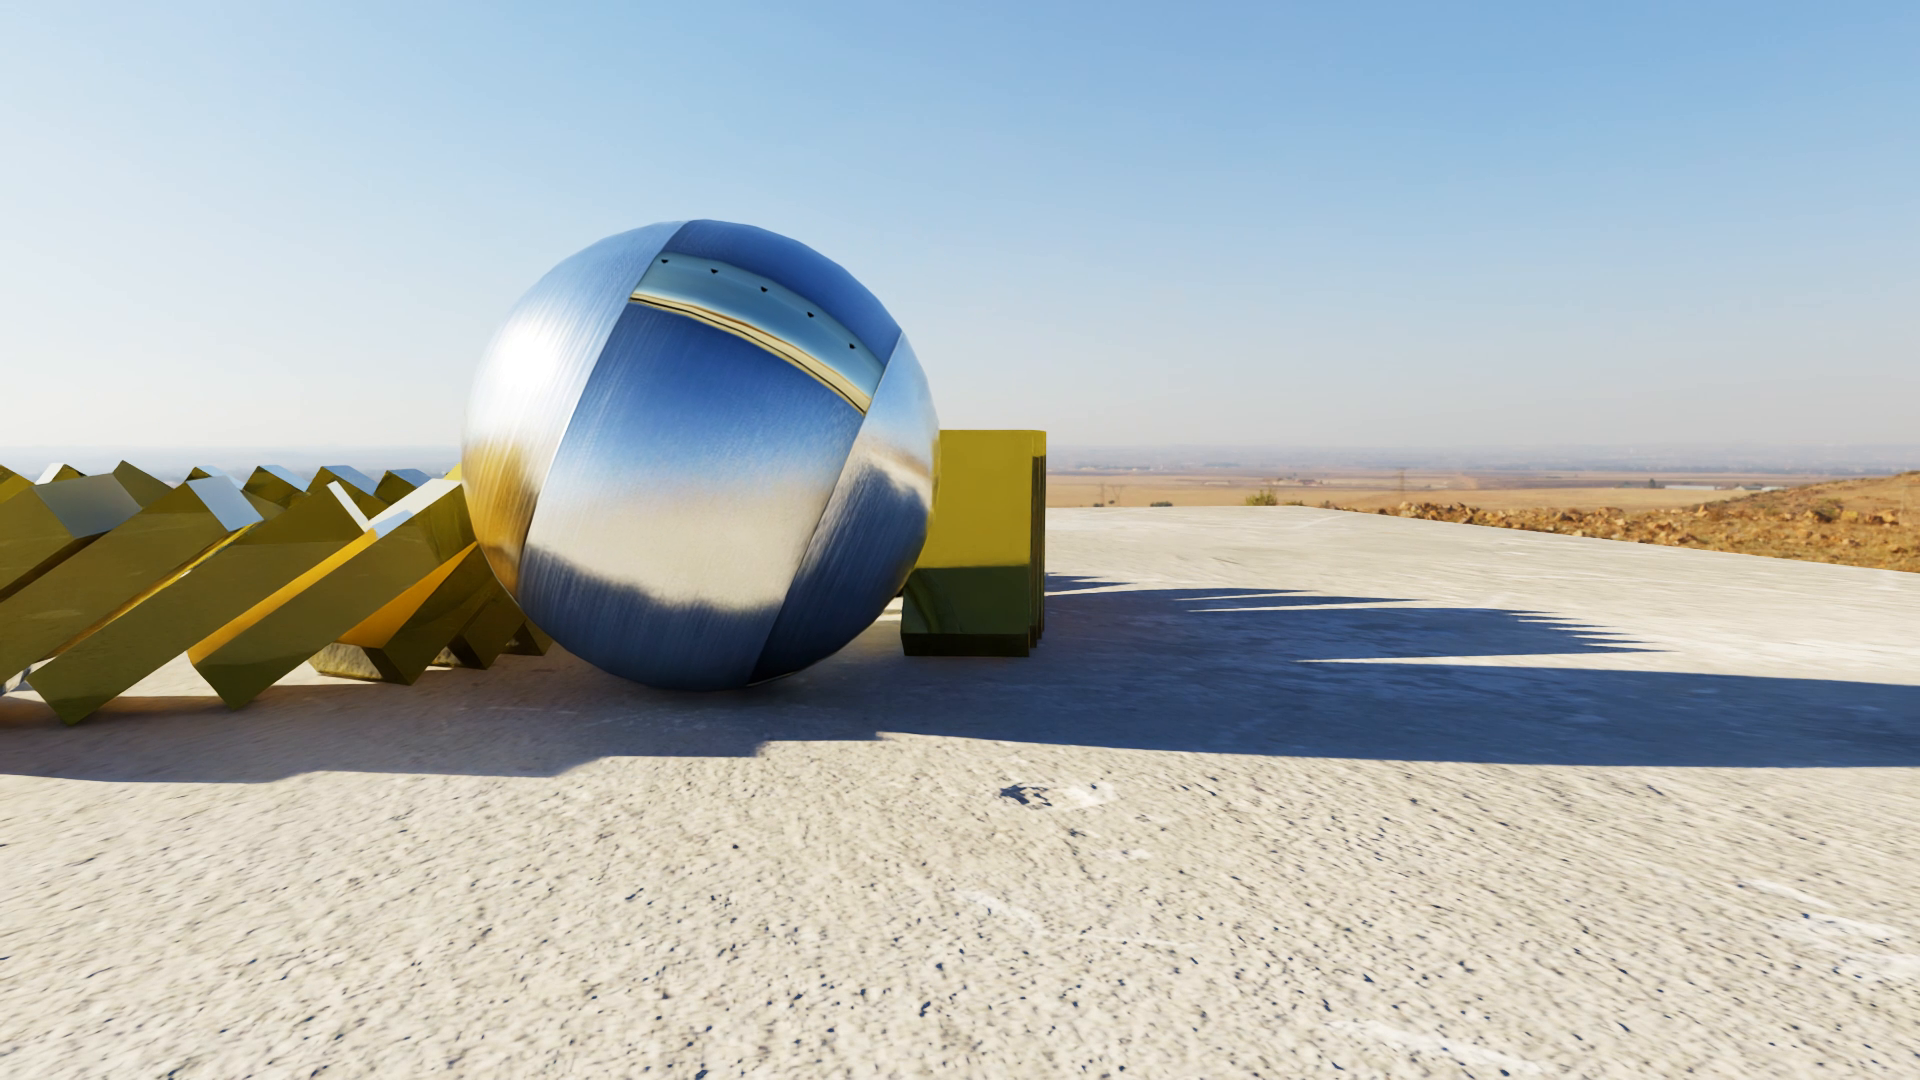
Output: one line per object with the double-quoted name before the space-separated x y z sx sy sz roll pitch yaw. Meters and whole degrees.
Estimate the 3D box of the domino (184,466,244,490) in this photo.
"domino" -0.226 -0.007 0.420 0.050 0.010 0.025 34 -7 -19

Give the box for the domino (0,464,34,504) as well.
"domino" -0.265 -0.004 0.379 0.025 0.010 0.050 2 -31 40

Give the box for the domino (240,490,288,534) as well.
"domino" -0.168 0.001 0.335 0.050 0.009 0.025 22 -11 -1

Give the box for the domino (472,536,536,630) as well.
"domino" -0.105 0.002 0.315 0.025 0.009 0.050 -1 35 -19

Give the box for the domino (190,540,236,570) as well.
"domino" -0.187 0.004 0.323 0.050 0.009 0.025 18 -10 -18

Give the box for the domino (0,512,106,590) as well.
"domino" -0.275 -0.002 0.365 0.025 0.010 0.050 3 -27 39

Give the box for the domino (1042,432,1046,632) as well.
"domino" 0.008 -0.003 0.302 0.025 0.050 0.009 0 -33 4

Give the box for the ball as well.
"ball" -0.043 -0.014 0.221 0.080 0.080 0.080 0 4 0

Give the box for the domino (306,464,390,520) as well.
"domino" -0.191 -0.008 0.434 0.050 0.010 0.025 33 0 -8

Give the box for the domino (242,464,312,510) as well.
"domino" -0.210 -0.007 0.428 0.050 0.010 0.025 33 -5 -14

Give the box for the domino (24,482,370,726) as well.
"domino" -0.122 0.009 0.210 0.050 0.010 0.025 -37 17 -16

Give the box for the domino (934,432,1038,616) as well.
"domino" 0.007 -0.005 0.326 0.025 0.050 0.010 0 -33 2

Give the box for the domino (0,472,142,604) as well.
"domino" -0.153 0.009 0.195 0.050 0.009 0.025 -36 12 -4

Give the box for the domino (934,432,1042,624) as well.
"domino" 0.007 -0.004 0.314 0.025 0.050 0.009 0 -33 2

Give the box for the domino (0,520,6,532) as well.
"domino" -0.171 0.010 0.189 0.050 0.009 0.025 -33 5 8

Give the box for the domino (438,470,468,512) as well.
"domino" -0.150 -0.007 0.441 0.050 0.009 0.025 31 7 3

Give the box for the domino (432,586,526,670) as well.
"domino" -0.094 0.004 0.260 0.025 0.009 0.050 3 43 23

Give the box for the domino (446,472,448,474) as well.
"domino" -0.118 0.000 0.333 0.025 0.010 0.050 0 34 -27

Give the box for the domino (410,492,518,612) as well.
"domino" -0.132 0.002 0.348 0.025 0.010 0.050 -3 29 -31

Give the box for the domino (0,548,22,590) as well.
"domino" -0.285 -0.002 0.344 0.025 0.010 0.050 -4 -31 25

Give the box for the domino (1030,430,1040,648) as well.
"domino" 0.004 -0.001 0.278 0.025 0.050 0.009 0 -33 4

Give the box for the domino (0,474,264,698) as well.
"domino" -0.137 0.009 0.202 0.050 0.010 0.025 -38 15 -11

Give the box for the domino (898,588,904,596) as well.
"domino" -0.025 -0.001 0.379 0.025 0.009 0.050 -4 31 -43

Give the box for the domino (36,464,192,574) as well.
"domino" -0.254 -0.005 0.394 0.025 0.010 0.050 4 -30 47

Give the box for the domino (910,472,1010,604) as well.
"domino" -0.003 -0.002 0.362 0.025 0.010 0.050 -1 36 -9

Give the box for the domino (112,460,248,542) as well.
"domino" -0.244 -0.007 0.406 0.050 0.009 0.025 38 -20 -29

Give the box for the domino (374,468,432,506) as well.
"domino" -0.171 -0.007 0.438 0.050 0.009 0.025 31 2 -4

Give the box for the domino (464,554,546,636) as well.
"domino" -0.094 0.001 0.297 0.025 0.010 0.050 2 41 -3

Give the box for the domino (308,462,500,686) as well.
"domino" -0.100 0.005 0.245 0.025 0.010 0.050 3 43 27

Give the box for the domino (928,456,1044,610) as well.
"domino" 0.008 -0.003 0.345 0.025 0.009 0.050 6 41 5

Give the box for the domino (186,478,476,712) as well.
"domino" -0.108 0.008 0.223 0.050 0.010 0.025 -41 24 -25

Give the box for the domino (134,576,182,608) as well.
"domino" -0.199 0.015 0.298 0.050 0.010 0.025 -4 6 -42

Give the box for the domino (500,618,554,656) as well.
"domino" -0.090 0.003 0.275 0.025 0.010 0.050 1 43 18

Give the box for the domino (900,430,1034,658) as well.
"domino" 0.002 0.000 0.267 0.025 0.050 0.009 0 -33 4

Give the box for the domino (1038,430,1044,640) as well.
"domino" 0.006 -0.002 0.290 0.025 0.050 0.010 0 -33 4
